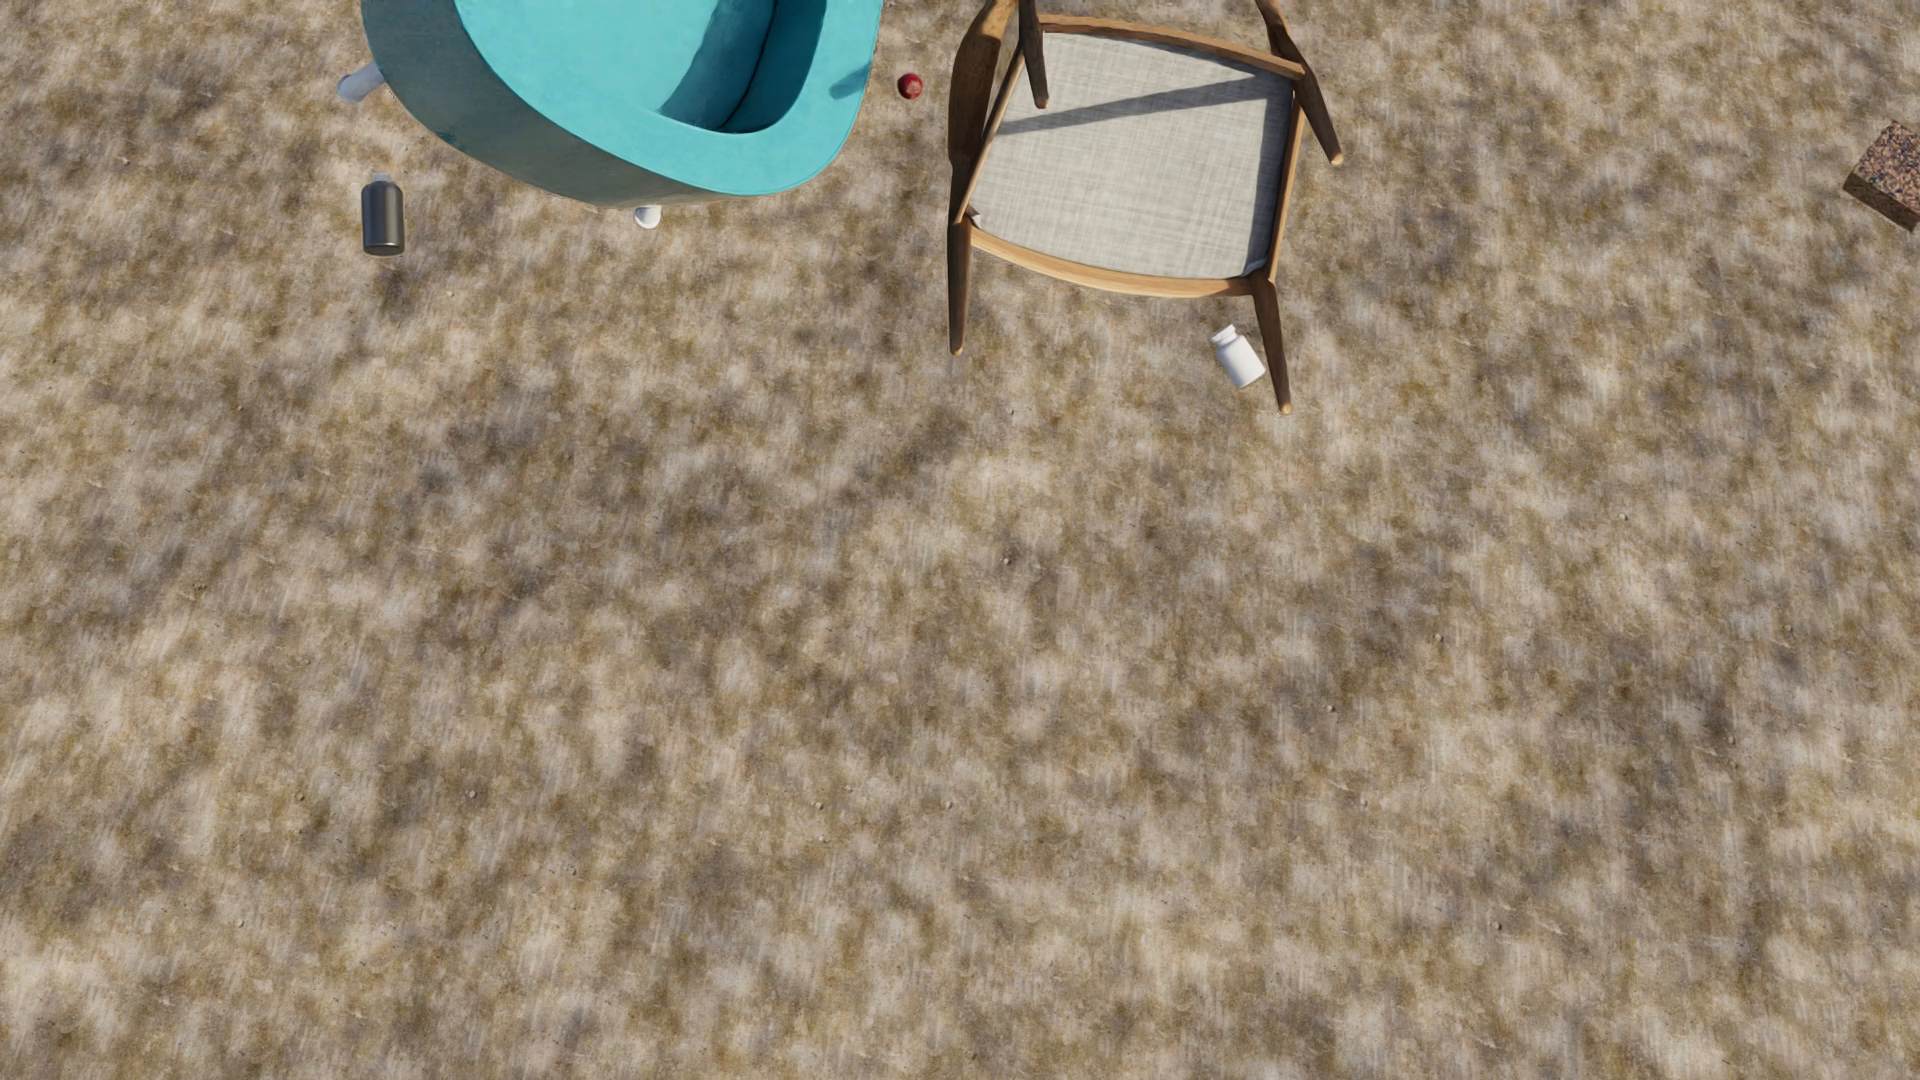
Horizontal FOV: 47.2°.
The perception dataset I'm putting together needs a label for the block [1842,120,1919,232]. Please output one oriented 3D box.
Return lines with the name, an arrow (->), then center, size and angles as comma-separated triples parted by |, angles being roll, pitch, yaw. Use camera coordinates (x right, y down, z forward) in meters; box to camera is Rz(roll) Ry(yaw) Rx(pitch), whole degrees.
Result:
block -> 1.419, -0.548, 3.313 | 0.122, 0.101, 0.097 | 38, 94, 15
